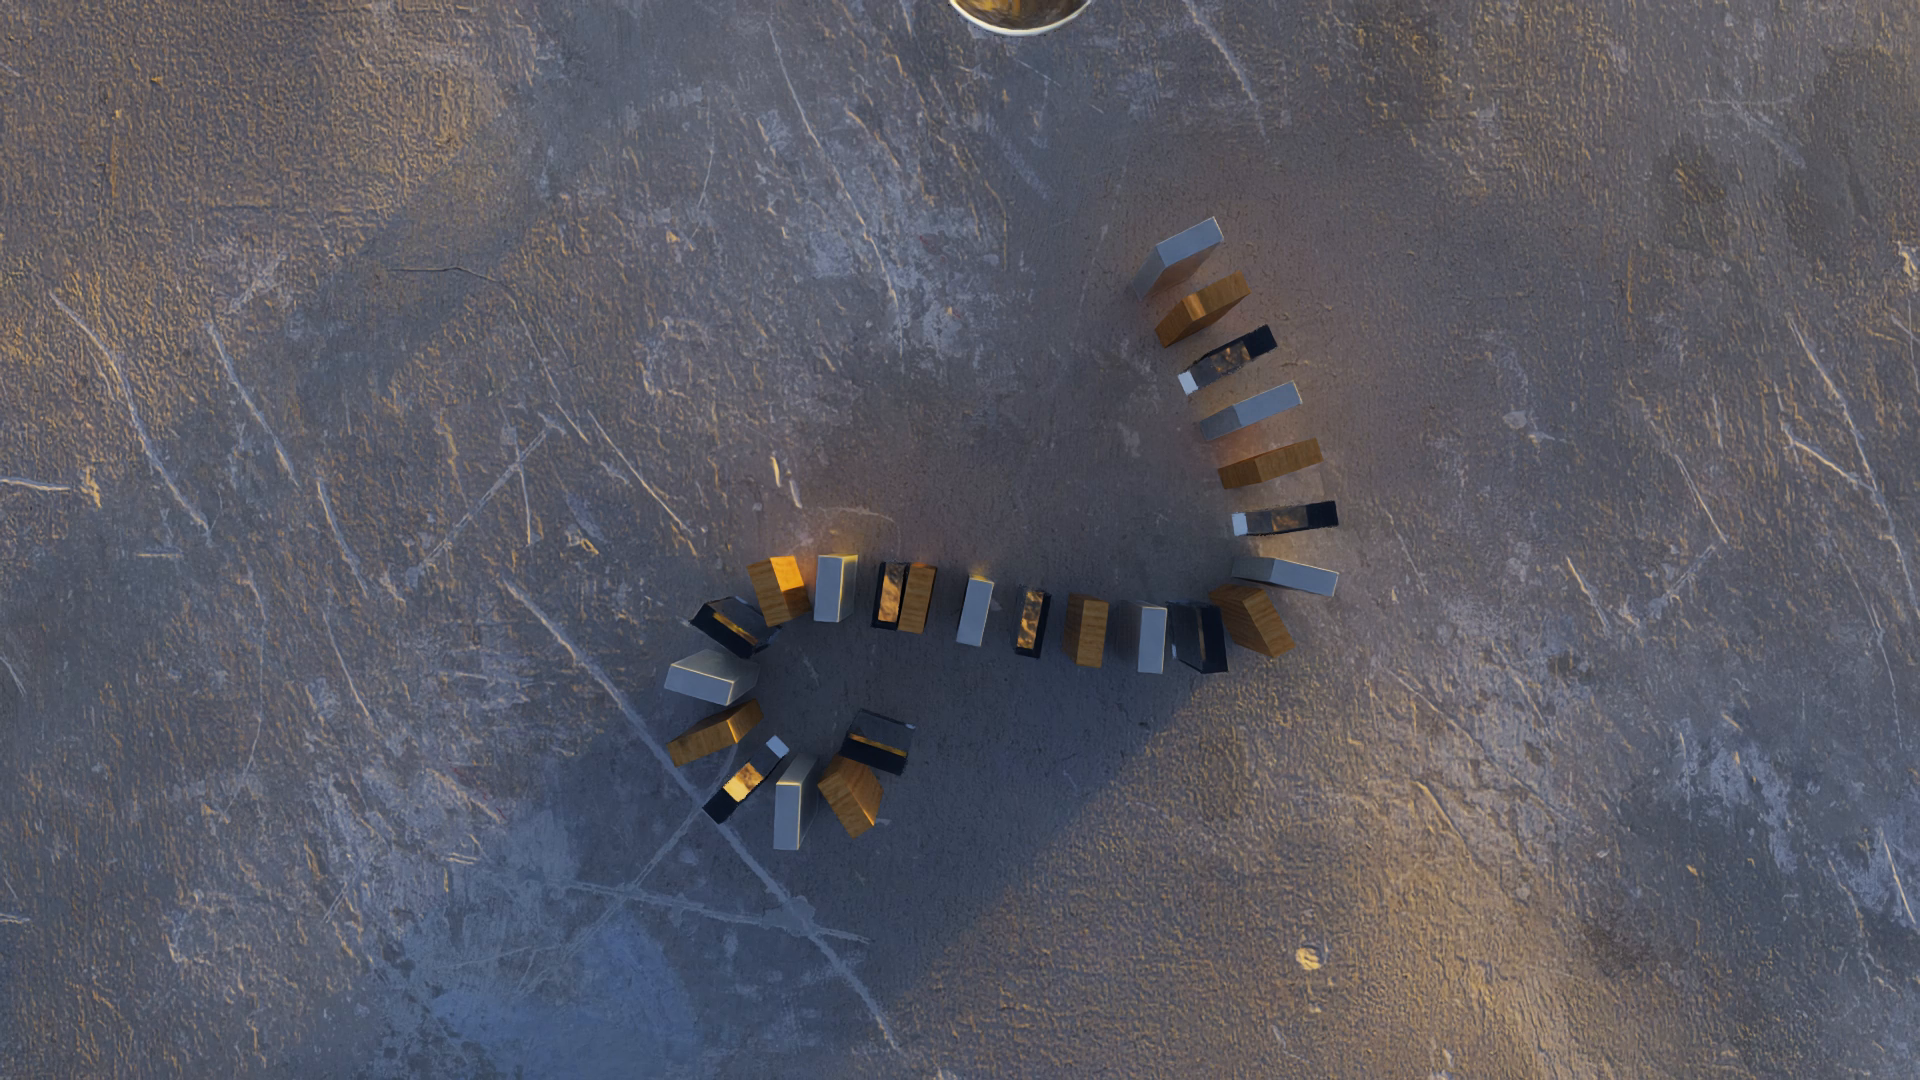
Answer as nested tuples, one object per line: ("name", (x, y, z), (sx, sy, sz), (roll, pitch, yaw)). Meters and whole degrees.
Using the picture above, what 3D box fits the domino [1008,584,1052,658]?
("domino", (0.028, 0.032, 0.375), (0.009, 0.050, 0.025), (11, 90, 0))

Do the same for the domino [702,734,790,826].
("domino", (-0.086, 0.097, 0.375), (0.025, 0.050, 0.010), (-44, 90, 0))

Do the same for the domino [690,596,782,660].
("domino", (-0.090, 0.035, 0.375), (0.025, 0.050, 0.009), (35, 90, 0))

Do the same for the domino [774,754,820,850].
("domino", (-0.066, 0.106, 0.375), (0.010, 0.050, 0.025), (3, 90, 0))

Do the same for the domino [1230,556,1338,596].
("domino", (0.131, 0.014, 0.375), (0.025, 0.050, 0.009), (13, 90, 0))

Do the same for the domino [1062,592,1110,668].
("domino", (0.051, 0.036, 0.375), (0.010, 0.050, 0.025), (7, 90, 0))

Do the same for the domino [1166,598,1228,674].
("domino", (0.096, 0.038, 0.375), (0.009, 0.050, 0.025), (-7, 90, 0))

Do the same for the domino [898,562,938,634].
("domino", (-0.017, 0.023, 0.375), (0.010, 0.050, 0.025), (11, 90, 0))

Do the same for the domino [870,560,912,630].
("domino", (-0.028, 0.022, 0.375), (0.010, 0.050, 0.025), (8, 90, 0))

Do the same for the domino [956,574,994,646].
("domino", (0.006, 0.028, 0.375), (0.009, 0.050, 0.025), (12, 90, 0))

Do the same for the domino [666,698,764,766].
("domino", (-0.099, 0.078, 0.375), (0.025, 0.050, 0.009), (-22, 90, 0))

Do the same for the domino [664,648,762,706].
("domino", (-0.100, 0.056, 0.375), (0.025, 0.050, 0.009), (16, 90, 0))

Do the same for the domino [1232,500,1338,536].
("domino", (0.132, -0.009, 0.375), (0.025, 0.050, 0.009), (-9, 90, 0))

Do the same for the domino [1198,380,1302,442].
("domino", (0.117, -0.052, 0.375), (0.025, 0.050, 0.009), (-22, 90, 0))

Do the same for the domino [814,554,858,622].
("domino", (-0.050, 0.019, 0.375), (0.009, 0.050, 0.025), (4, 90, 0))

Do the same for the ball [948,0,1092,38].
("ball", (0.024, -0.243, 0.360), (0.080, 0.080, 0.080), (0, 90, 0))

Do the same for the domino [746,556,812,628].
("domino", (-0.073, 0.020, 0.375), (0.009, 0.050, 0.025), (-19, 90, 0))

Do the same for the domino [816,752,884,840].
("domino", (-0.044, 0.101, 0.375), (0.009, 0.050, 0.025), (-33, 90, 0))

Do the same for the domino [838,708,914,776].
("domino", (-0.033, 0.082, 0.375), (0.025, 0.050, 0.009), (19, 90, 0))

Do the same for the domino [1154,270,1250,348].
("domino", (0.098, -0.093, 0.375), (0.025, 0.050, 0.009), (-27, 90, 0))

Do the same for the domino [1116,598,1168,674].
("domino", (0.073, 0.038, 0.375), (0.010, 0.050, 0.025), (4, 90, 0))

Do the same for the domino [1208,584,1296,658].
("domino", (0.118, 0.032, 0.375), (0.009, 0.050, 0.025), (-29, 90, 0))

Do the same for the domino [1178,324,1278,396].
("domino", (0.108, -0.073, 0.375), (0.025, 0.050, 0.010), (-26, 90, 0))

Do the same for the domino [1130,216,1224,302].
("domino", (0.088, -0.114, 0.375), (0.025, 0.050, 0.009), (-26, 90, 0))

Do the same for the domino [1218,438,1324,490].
("domino", (0.126, -0.031, 0.375), (0.025, 0.050, 0.010), (-19, 90, 0))
